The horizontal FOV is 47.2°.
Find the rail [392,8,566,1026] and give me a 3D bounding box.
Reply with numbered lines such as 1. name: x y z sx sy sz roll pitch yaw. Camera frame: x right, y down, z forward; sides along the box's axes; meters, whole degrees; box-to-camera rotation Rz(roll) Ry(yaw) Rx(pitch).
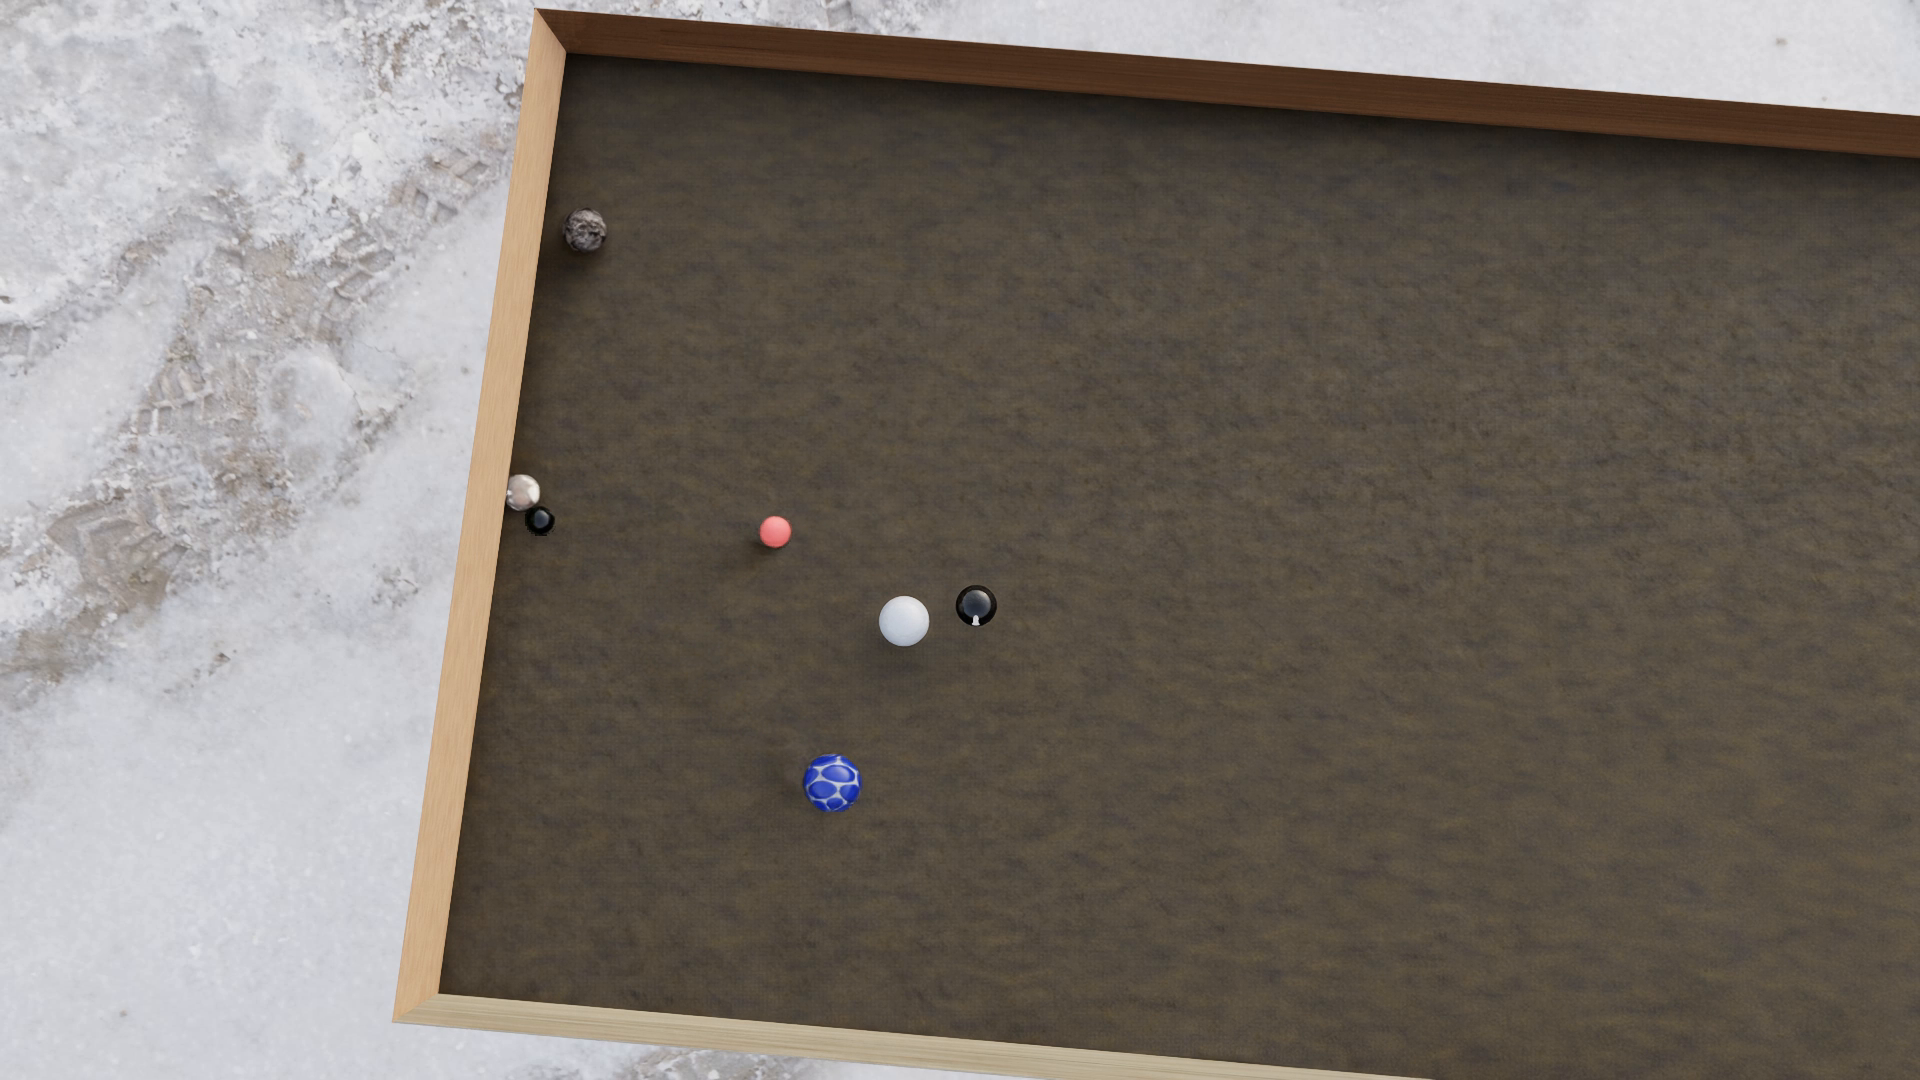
1. rail: -0.709 -0.064 3.318 0.045 0.109 1.560 5 77 1

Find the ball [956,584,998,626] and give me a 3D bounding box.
1. ball: 0.025 0.099 3.304 0.063 0.063 0.063 0 77 0

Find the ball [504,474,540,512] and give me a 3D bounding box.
1. ball: -0.668 -0.072 3.348 0.057 0.057 0.057 0 77 0

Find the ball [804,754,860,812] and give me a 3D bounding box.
1. ball: -0.188 0.356 3.232 0.084 0.084 0.084 0 77 0

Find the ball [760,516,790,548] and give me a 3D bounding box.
1. ball: -0.281 -0.012 3.339 0.047 0.047 0.047 0 77 0

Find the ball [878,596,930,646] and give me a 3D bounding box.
1. ball: -0.084 0.121 3.292 0.076 0.076 0.076 0 77 0

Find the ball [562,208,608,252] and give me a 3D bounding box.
1. ball: -0.587 -0.484 3.439 0.069 0.069 0.069 0 77 0

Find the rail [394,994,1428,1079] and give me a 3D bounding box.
1. rail: 0.669 0.787 3.116 2.940 0.109 0.045 5 77 1

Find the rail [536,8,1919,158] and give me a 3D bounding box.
1. rail: 0.796 -0.679 3.464 2.940 0.109 0.045 5 77 1

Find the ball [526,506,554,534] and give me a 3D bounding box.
1. ball: -0.638 -0.030 3.346 0.041 0.041 0.041 0 77 0
